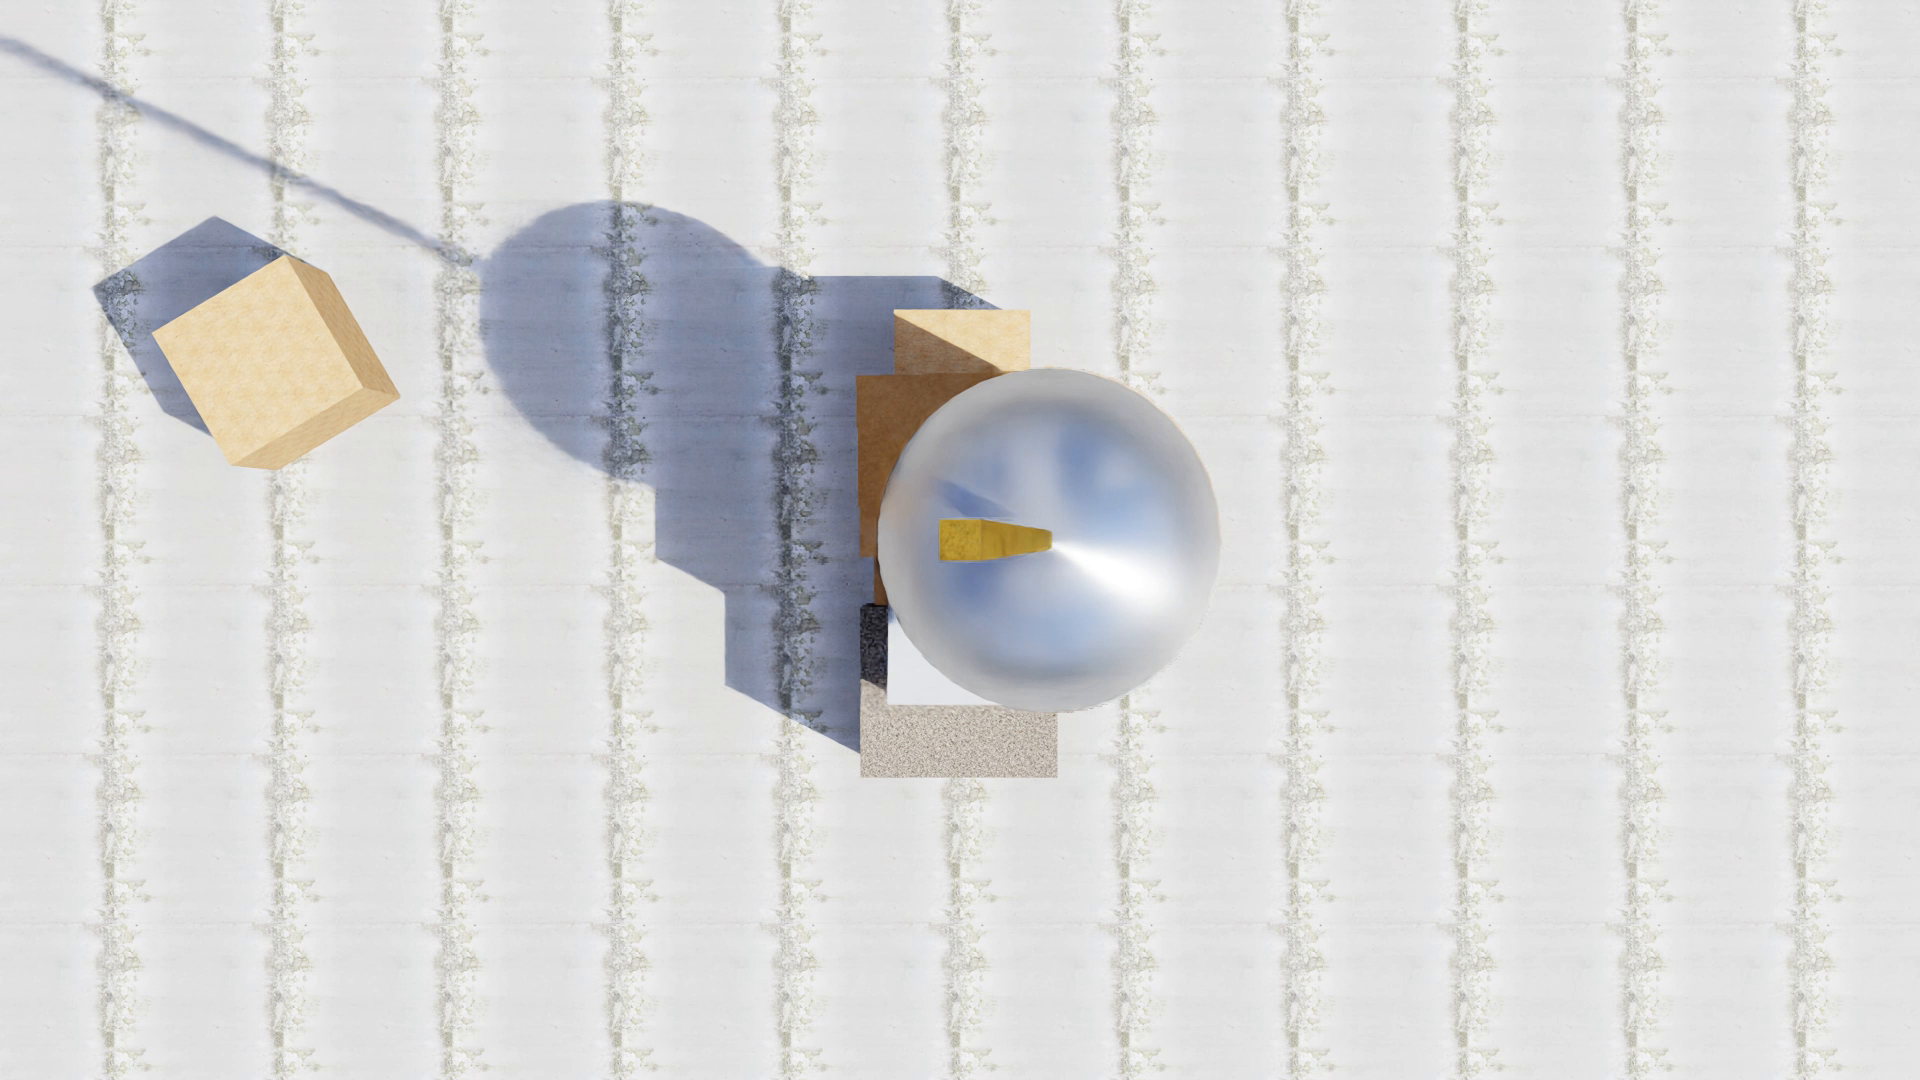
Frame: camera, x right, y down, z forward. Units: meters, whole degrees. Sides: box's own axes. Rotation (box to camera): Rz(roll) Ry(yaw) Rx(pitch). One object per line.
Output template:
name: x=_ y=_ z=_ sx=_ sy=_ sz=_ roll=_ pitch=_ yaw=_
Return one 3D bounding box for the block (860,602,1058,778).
block: x=-0.006 y=0.830 z=12.472 sx=1.072 sy=1.057 sz=0.923 roll=0 pitch=90 yaw=0

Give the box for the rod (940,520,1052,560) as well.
rod: x=0.178 y=0.000 z=6.820 sx=0.080 sy=5.200 sz=0.080 roll=0 pitch=90 yaw=4

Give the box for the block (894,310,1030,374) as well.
block: x=0.014 y=-0.919 z=12.669 sx=0.763 sy=0.661 sz=0.744 roll=0 pitch=90 yaw=0

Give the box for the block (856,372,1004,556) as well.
block: x=-0.032 y=-0.385 z=11.634 sx=0.968 sy=0.995 sz=0.917 roll=-1 pitch=90 yaw=0

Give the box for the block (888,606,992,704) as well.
block: x=-0.001 y=0.464 z=11.579 sx=0.740 sy=0.728 sz=0.745 roll=0 pitch=90 yaw=0

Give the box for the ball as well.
ball: x=0.411 y=0.000 z=10.212 sx=1.600 sy=1.600 sz=1.600 roll=0 pitch=90 yaw=0

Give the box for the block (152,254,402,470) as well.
block: x=-3.885 y=-0.995 z=12.580 sx=0.853 sy=0.839 sz=0.852 roll=-31 pitch=90 yaw=0

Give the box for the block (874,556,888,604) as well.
block: x=-0.012 y=-0.090 z=12.566 sx=0.923 sy=0.868 sz=0.895 roll=0 pitch=90 yaw=0
